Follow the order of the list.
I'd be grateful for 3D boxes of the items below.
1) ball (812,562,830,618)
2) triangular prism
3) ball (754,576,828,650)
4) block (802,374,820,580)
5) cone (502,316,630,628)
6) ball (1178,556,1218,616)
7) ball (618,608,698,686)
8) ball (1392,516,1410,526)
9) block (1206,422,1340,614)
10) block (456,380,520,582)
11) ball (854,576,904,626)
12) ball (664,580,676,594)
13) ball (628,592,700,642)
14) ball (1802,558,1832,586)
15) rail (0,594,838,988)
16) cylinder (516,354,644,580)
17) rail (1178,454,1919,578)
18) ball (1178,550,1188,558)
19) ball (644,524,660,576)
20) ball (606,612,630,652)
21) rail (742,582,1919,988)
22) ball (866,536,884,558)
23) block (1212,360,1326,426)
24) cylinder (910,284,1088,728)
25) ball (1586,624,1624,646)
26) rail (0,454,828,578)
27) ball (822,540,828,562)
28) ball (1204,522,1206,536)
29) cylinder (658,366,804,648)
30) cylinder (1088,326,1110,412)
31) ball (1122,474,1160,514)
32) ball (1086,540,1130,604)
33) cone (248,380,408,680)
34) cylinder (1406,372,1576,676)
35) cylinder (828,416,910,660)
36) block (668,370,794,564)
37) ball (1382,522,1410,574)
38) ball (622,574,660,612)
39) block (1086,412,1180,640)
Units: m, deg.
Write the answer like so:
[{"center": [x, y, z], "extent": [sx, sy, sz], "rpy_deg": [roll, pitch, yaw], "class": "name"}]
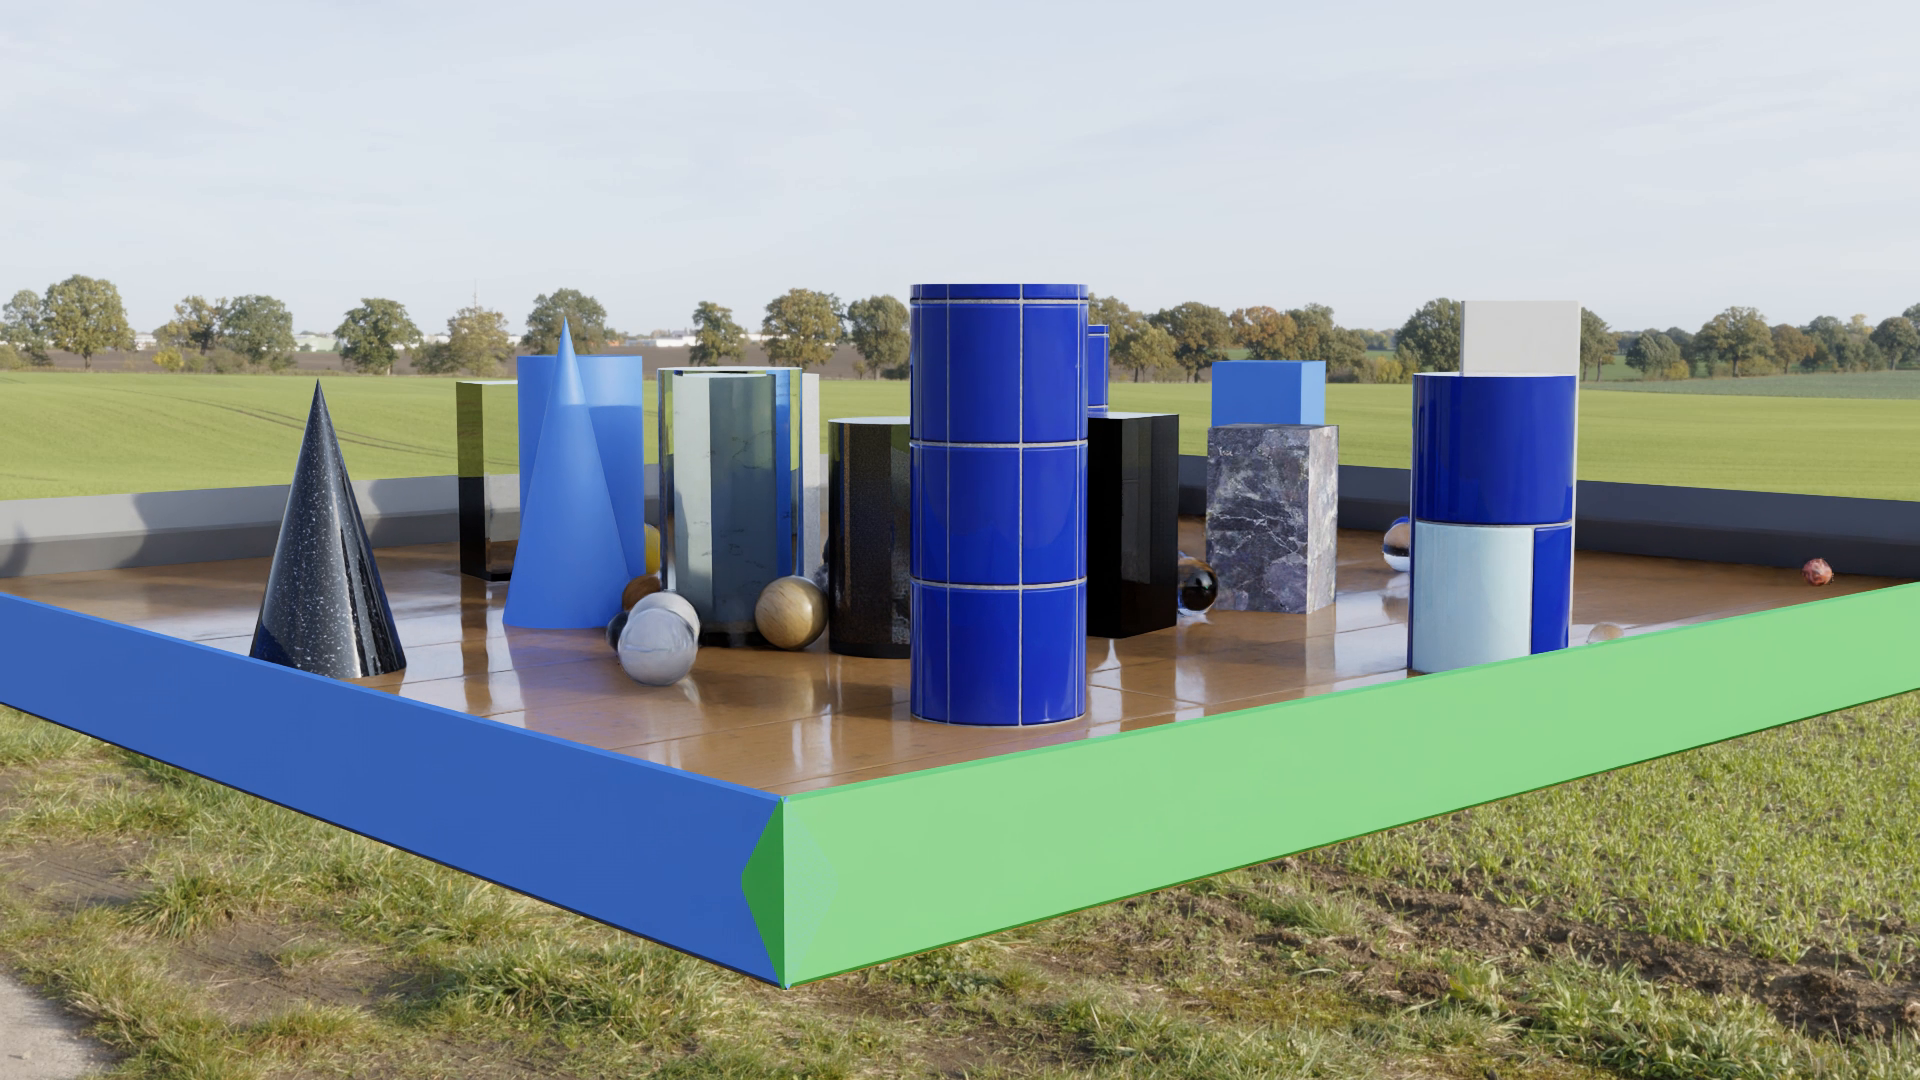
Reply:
[{"center": [-0.171, 0.072, 3.153], "extent": [0.089, 0.089, 0.089], "rpy_deg": [0, 6, 0], "class": "ball"}, {"center": [0.831, -0.131, 3.318], "extent": [0.169, 0.458, 0.146], "rpy_deg": [1, 6, 7], "class": "triangular prism"}, {"center": [-0.221, 0.095, 2.889], "extent": [0.098, 0.098, 0.098], "rpy_deg": [0, 6, 0], "class": "ball"}, {"center": [-0.320, -0.074, 3.294], "extent": [0.156, 0.349, 0.156], "rpy_deg": [-6, 8, -43], "class": "block"}, {"center": [-0.562, -0.103, 3.152], "extent": [0.195, 0.436, 0.195], "rpy_deg": [0, 6, 0], "class": "cone"}, {"center": [0.334, 0.068, 3.207], "extent": [0.086, 0.086, 0.086], "rpy_deg": [0, 6, 0], "class": "ball"}, {"center": [-0.358, 0.127, 2.605], "extent": [0.093, 0.093, 0.093], "rpy_deg": [0, 6, 0], "class": "ball"}, {"center": [0.852, -0.020, 4.215], "extent": [0.050, 0.050, 0.050], "rpy_deg": [0, 6, 0], "class": "ball"}, {"center": [0.471, -0.036, 3.313], "extent": [0.156, 0.270, 0.156], "rpy_deg": [3, 7, 25], "class": "block"}, {"center": [-0.743, -0.103, 3.699], "extent": [0.156, 0.324, 0.156], "rpy_deg": [-4, 7, -31], "class": "block"}, {"center": [-0.114, 0.086, 3.098], "extent": [0.071, 0.071, 0.071], "rpy_deg": [0, 6, 0], "class": "ball"}, {"center": [-0.446, 0.081, 3.289], "extent": [0.042, 0.042, 0.042], "rpy_deg": [0, 6, 0], "class": "ball"}, {"center": [-0.374, 0.111, 2.771], "extent": [0.091, 0.091, 0.091], "rpy_deg": [0, 6, 0], "class": "ball"}, {"center": [1.383, 0.052, 3.550], "extent": [0.045, 0.045, 0.045], "rpy_deg": [0, 6, 0], "class": "ball"}, {"center": [-0.995, 0.129, 2.419], "extent": [0.045, 0.127, 2.646], "rpy_deg": [-5, 8, -42], "class": "rail"}, {"center": [-0.601, -0.106, 3.494], "extent": [0.195, 0.372, 0.195], "rpy_deg": [0, 6, 0], "class": "cylinder"}, {"center": [0.995, -0.063, 4.245], "extent": [0.045, 0.127, 2.646], "rpy_deg": [-5, 8, -42], "class": "rail"}, {"center": [0.307, 0.054, 3.317], "extent": [0.090, 0.090, 0.090], "rpy_deg": [0, 6, 0], "class": "ball"}, {"center": [-0.532, 0.018, 3.643], "extent": [0.094, 0.094, 0.094], "rpy_deg": [0, 6, 0], "class": "ball"}, {"center": [-0.429, 0.120, 2.842], "extent": [0.057, 0.057, 0.057], "rpy_deg": [0, 6, 0], "class": "ball"}, {"center": [0.881, 0.132, 2.382], "extent": [2.754, 0.127, 0.045], "rpy_deg": [-5, 8, -42], "class": "rail"}, {"center": [-0.159, 0.013, 3.933], "extent": [0.044, 0.044, 0.044], "rpy_deg": [0, 6, 0], "class": "ball"}, {"center": [0.532, -0.130, 3.799], "extent": [0.156, 0.356, 0.156], "rpy_deg": [3, 7, 24], "class": "block"}, {"center": [0.042, -0.044, 2.420], "extent": [0.195, 0.471, 0.195], "rpy_deg": [0, 6, 0], "class": "cylinder"}, {"center": [0.822, 0.130, 2.798], "extent": [0.047, 0.047, 0.047], "rpy_deg": [0, 6, 0], "class": "ball"}, {"center": [-0.881, -0.066, 4.282], "extent": [2.754, 0.127, 0.045], "rpy_deg": [-5, 8, -42], "class": "rail"}, {"center": [-0.183, 0.025, 3.618], "extent": [0.085, 0.085, 0.085], "rpy_deg": [0, 6, 0], "class": "ball"}, {"center": [0.493, -0.021, 4.032], "extent": [0.090, 0.090, 0.090], "rpy_deg": [0, 6, 0], "class": "ball"}, {"center": [-0.310, -0.050, 2.990], "extent": [0.195, 0.365, 0.195], "rpy_deg": [0, 6, 0], "class": "cylinder"}, {"center": [0.181, -0.196, 4.140], "extent": [0.195, 0.415, 0.195], "rpy_deg": [0, 6, 0], "class": "cylinder"}, {"center": [0.395, -0.100, 4.802], "extent": [0.086, 0.086, 0.086], "rpy_deg": [0, 6, 0], "class": "ball"}, {"center": [0.210, 0.049, 3.339], "extent": [0.096, 0.096, 0.096], "rpy_deg": [0, 6, 0], "class": "ball"}, {"center": [-0.791, -0.021, 2.728], "extent": [0.195, 0.362, 0.195], "rpy_deg": [0, 6, 0], "class": "cone"}, {"center": [0.656, -0.022, 2.720], "extent": [0.195, 0.365, 0.195], "rpy_deg": [0, 6, 0], "class": "cylinder"}, {"center": [-0.076, -0.007, 2.893], "extent": [0.195, 0.301, 0.195], "rpy_deg": [0, 6, 0], "class": "cylinder"}, {"center": [-0.400, -0.127, 3.856], "extent": [0.156, 0.337, 0.156], "rpy_deg": [-5, 8, -41], "class": "block"}, {"center": [0.760, 0.012, 3.728], "extent": [0.087, 0.087, 0.087], "rpy_deg": [0, 6, 0], "class": "ball"}, {"center": [-0.442, 0.085, 3.106], "extent": [0.072, 0.072, 0.072], "rpy_deg": [0, 6, 0], "class": "ball"}, {"center": [0.198, -0.026, 3.075], "extent": [0.156, 0.299, 0.156], "rpy_deg": [4, 7, 34], "class": "block"}]
